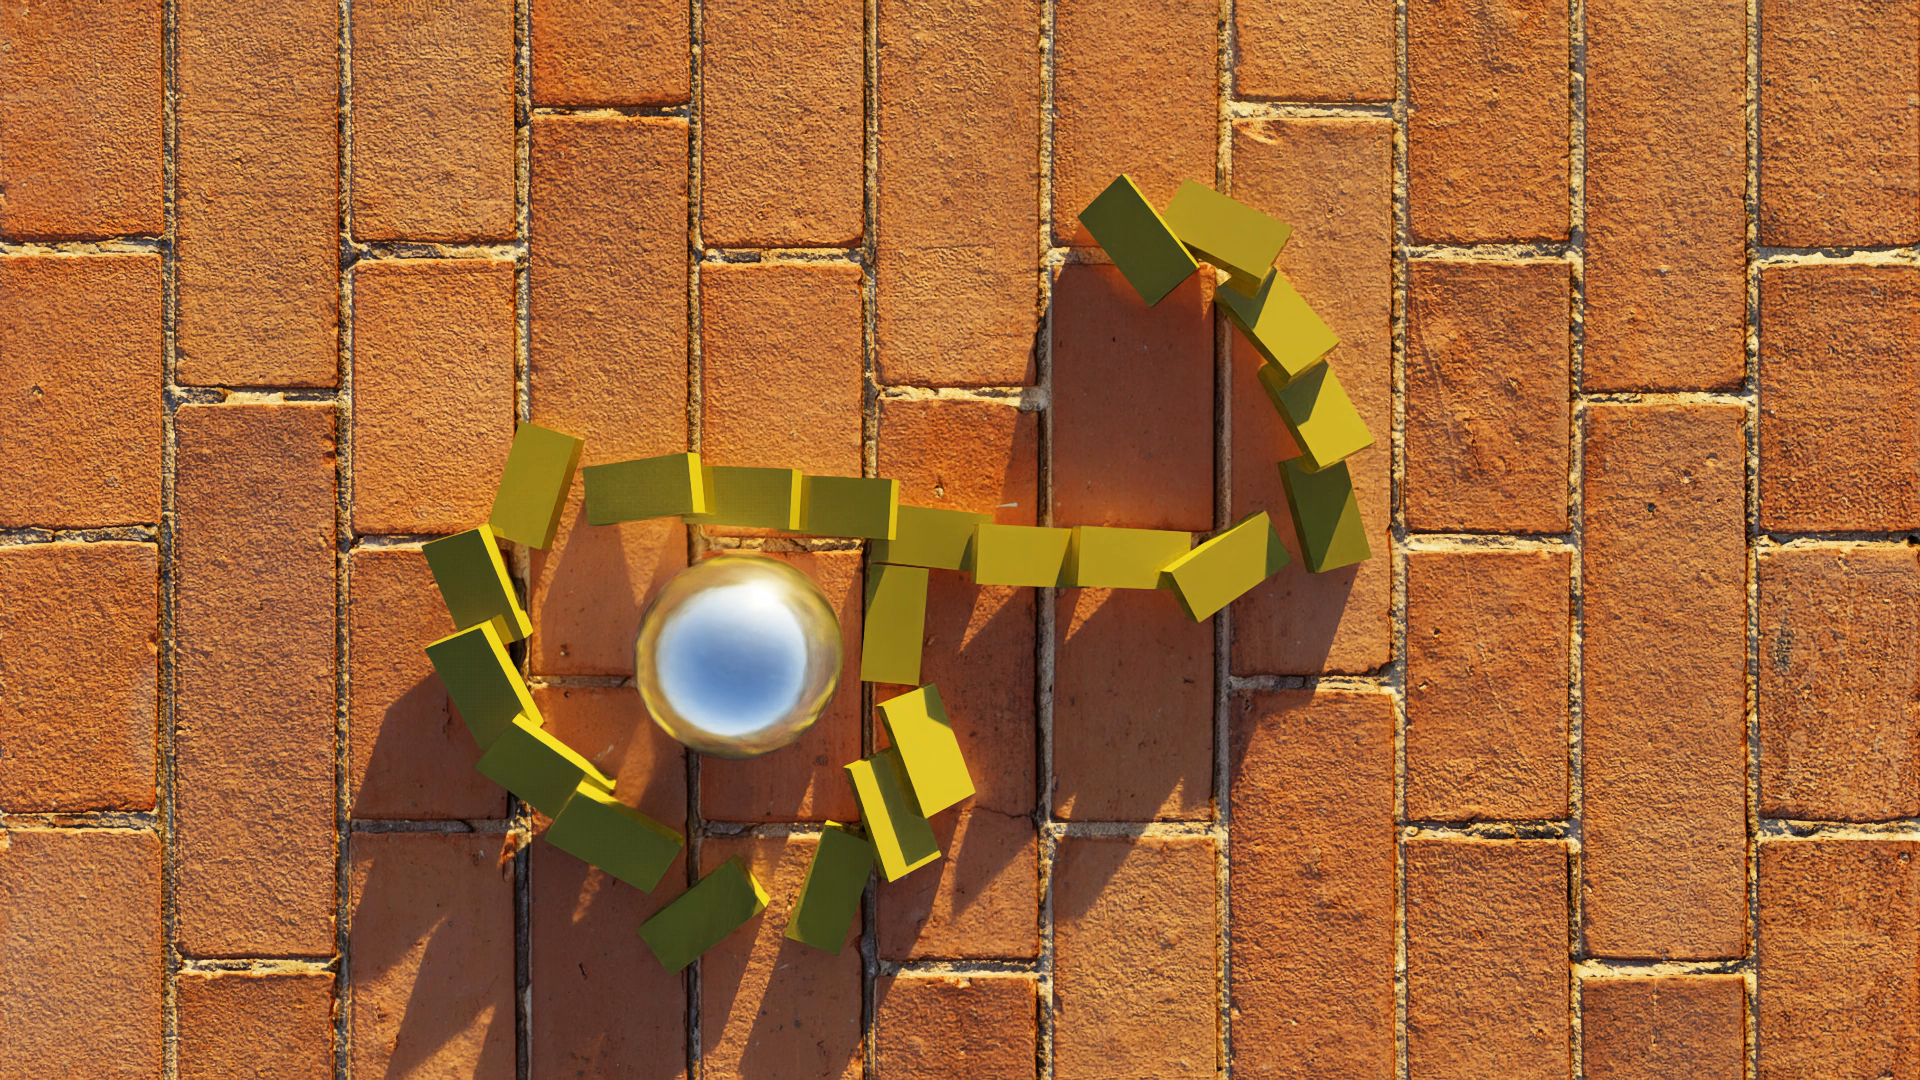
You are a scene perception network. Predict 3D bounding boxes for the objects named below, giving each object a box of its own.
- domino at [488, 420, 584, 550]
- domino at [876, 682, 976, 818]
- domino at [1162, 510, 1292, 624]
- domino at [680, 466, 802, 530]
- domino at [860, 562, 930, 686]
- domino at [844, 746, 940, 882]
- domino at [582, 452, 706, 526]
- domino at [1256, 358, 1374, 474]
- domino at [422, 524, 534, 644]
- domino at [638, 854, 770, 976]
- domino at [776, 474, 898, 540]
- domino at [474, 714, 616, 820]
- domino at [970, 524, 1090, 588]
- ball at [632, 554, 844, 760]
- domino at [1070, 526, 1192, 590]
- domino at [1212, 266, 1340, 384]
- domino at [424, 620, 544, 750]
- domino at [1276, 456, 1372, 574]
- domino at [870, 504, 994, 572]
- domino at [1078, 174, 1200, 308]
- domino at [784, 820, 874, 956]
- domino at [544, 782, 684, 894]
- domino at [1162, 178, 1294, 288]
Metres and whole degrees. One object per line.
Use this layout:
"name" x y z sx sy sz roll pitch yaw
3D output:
"domino" -0.183 -0.023 0.395 0.025 0.009 0.050 18 90 0
"domino" -0.014 0.089 0.390 0.025 0.010 0.050 -20 90 -26
"domino" 0.113 0.011 0.389 0.050 0.009 0.025 -31 97 -10
"domino" -0.093 -0.018 0.390 0.050 0.009 0.025 3 90 13
"domino" -0.028 0.036 0.395 0.025 0.010 0.050 5 90 0
"domino" -0.029 0.116 0.390 0.025 0.010 0.050 -19 90 -26
"domino" -0.135 -0.021 0.389 0.050 0.010 0.025 -6 89 13
"domino" 0.151 -0.056 0.390 0.025 0.009 0.050 -25 77 0
"domino" -0.205 0.021 0.390 0.025 0.009 0.050 -17 102 0
"domino" -0.110 0.161 0.395 0.050 0.009 0.025 -36 90 0
"domino" -0.052 -0.014 0.390 0.050 0.009 0.025 3 90 14
"domino" -0.176 0.100 0.390 0.050 0.010 0.025 40 90 -14
"domino" 0.031 0.007 0.390 0.050 0.009 0.025 3 90 -13
"ball" -0.086 0.045 0.360 0.080 0.080 0.080 0 90 0
"domino" 0.073 0.008 0.390 0.050 0.009 0.025 3 90 -13
"domino" 0.134 -0.094 0.389 0.025 0.009 0.050 -36 76 0
"domino" -0.201 0.062 0.389 0.025 0.010 0.050 -21 104 0
"domino" 0.157 -0.013 0.395 0.025 0.010 0.050 -15 90 0
"domino" -0.012 -0.001 0.395 0.050 0.010 0.025 6 90 0
"domino" 0.076 -0.127 0.390 0.025 0.009 0.050 -39 90 28
"domino" -0.055 0.150 0.395 0.025 0.010 0.050 20 90 0
"domino" -0.146 0.127 0.389 0.050 0.010 0.025 34 91 -14
"domino" 0.112 -0.131 0.389 0.050 0.010 0.025 32 90 14
